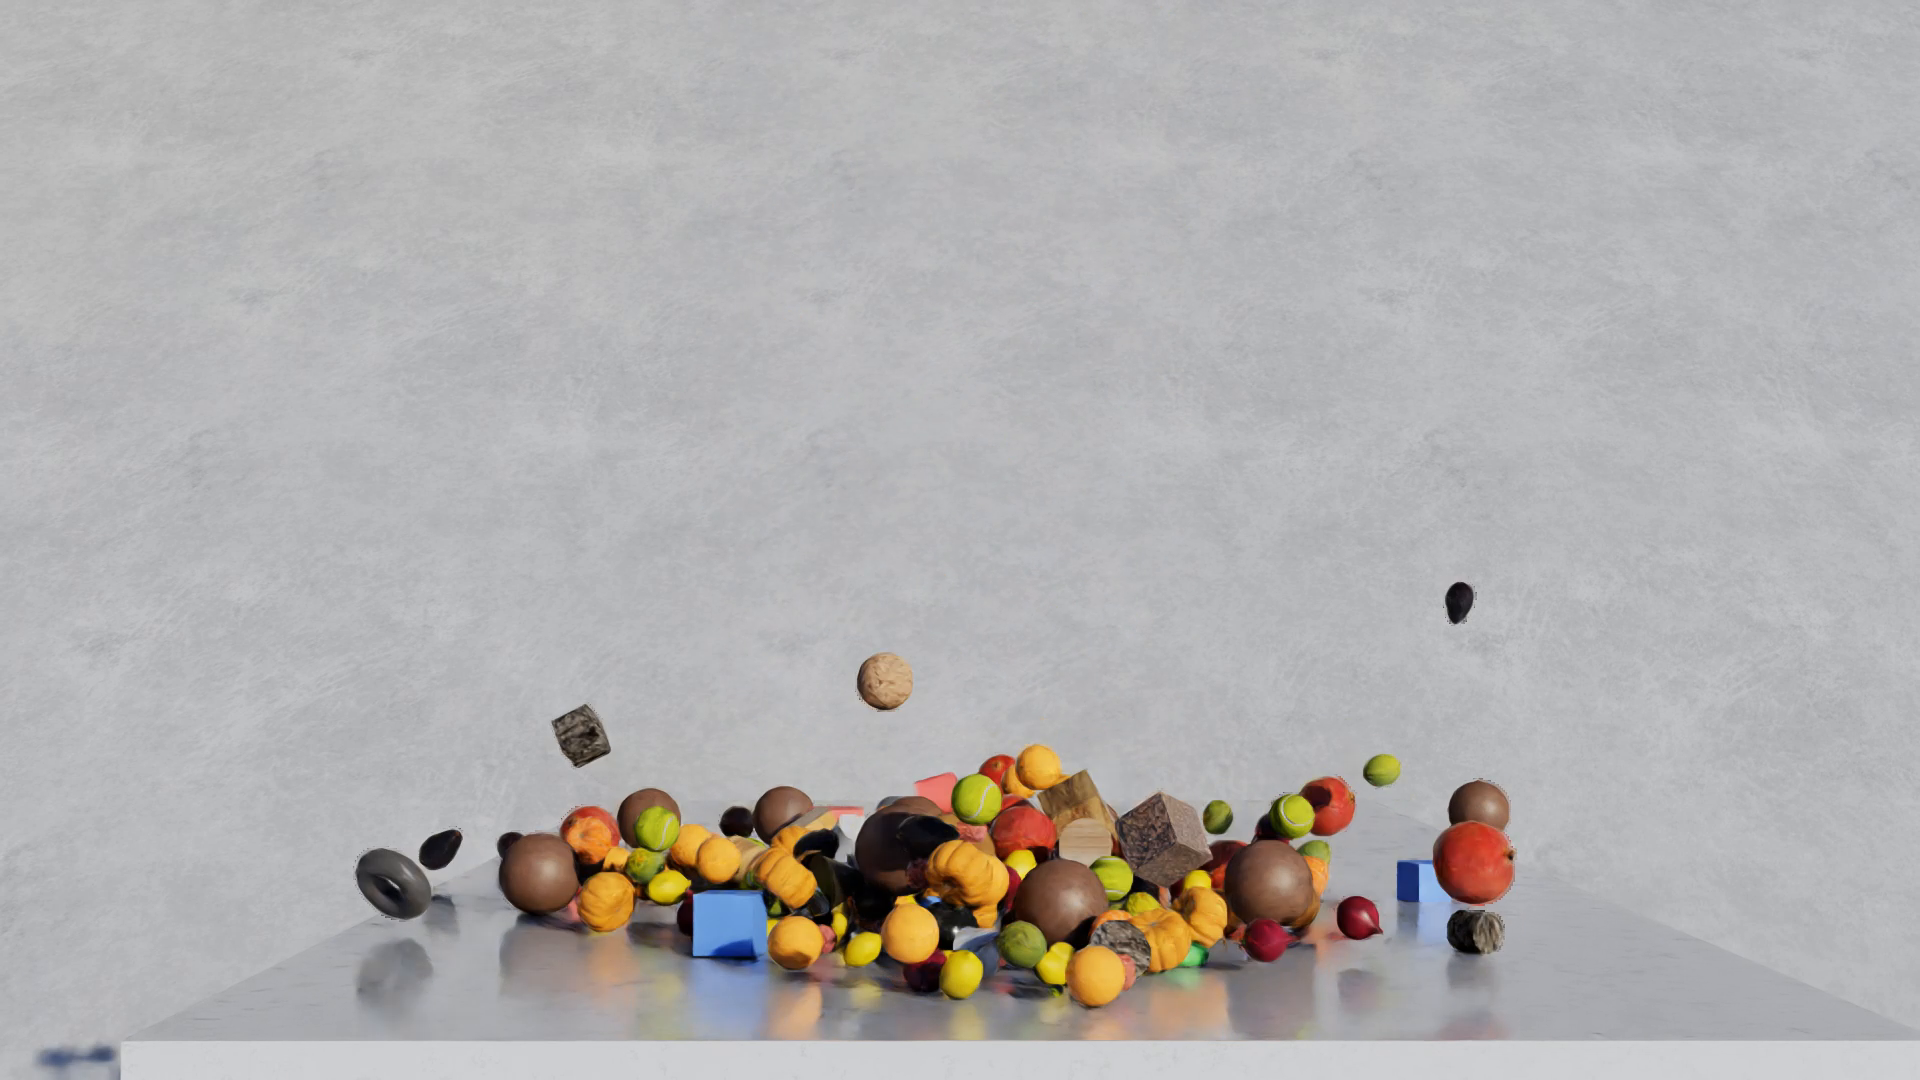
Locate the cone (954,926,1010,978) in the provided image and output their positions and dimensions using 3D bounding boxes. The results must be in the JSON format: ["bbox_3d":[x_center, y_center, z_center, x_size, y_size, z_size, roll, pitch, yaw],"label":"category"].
[{"bbox_3d":[0.042,0.513,3.321,0.072,0.072,0.072,23,47,-28],"label":"cone"}]

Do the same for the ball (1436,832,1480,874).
[{"bbox_3d":[0.918,0.577,4.786,0.078,0.078,0.078,0,35,0],"label":"ball"}]

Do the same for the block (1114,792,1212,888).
[{"bbox_3d":[0.313,0.462,4.002,0.094,0.094,0.094,-37,49,23],"label":"block"}]

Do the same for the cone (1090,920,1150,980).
[{"bbox_3d":[0.195,0.548,3.372,0.083,0.083,0.083,9,57,-14],"label":"cone"}]

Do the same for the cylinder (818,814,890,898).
[{"bbox_3d":[-0.177,0.510,4.197,0.097,0.097,0.097,27,20,-11],"label":"cylinder"}]

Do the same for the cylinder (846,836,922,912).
[{"bbox_3d":[-0.117,0.519,4.031,0.092,0.092,0.092,-19,35,7],"label":"cylinder"}]

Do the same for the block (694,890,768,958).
[{"bbox_3d":[-0.318,0.533,3.613,0.084,0.084,0.084,0,-3,10],"label":"block"}]

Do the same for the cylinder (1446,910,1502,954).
[{"bbox_3d":[0.720,0.549,3.636,0.055,0.055,0.055,-25,11,-30],"label":"cylinder"}]

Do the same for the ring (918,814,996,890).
[{"bbox_3d":[-0.005,0.484,4.035,0.130,0.043,0.130,14,51,-18],"label":"ring"}]

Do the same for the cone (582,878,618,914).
[{"bbox_3d":[-0.578,0.581,4.152,0.057,0.057,0.057,-1,25,-2],"label":"cone"}]

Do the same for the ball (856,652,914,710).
[{"bbox_3d":[-0.114,0.216,3.966,0.088,0.088,0.088,0,35,0],"label":"ball"}]

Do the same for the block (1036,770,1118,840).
[{"bbox_3d":[0.203,0.470,4.419,0.095,0.095,0.095,-28,24,2],"label":"block"}]

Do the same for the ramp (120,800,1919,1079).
[{"bbox_3d":[0.078,0.668,4.851,2.000,0.100,4.000,0,-2,0],"label":"ramp"}]

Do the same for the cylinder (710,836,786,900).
[{"bbox_3d":[-0.352,0.545,4.299,0.088,0.088,0.088,19,39,38],"label":"cylinder"}]

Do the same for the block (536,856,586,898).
[{"bbox_3d":[-0.680,0.572,4.418,0.062,0.062,0.062,1,-2,-37],"label":"block"}]

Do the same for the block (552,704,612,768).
[{"bbox_3d":[-0.581,0.302,3.988,0.060,0.060,0.060,-28,52,1],"label":"block"}]

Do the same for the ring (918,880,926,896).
[{"bbox_3d":[-0.103,0.588,4.406,0.093,0.031,0.093,0,-1,0],"label":"ring"}]

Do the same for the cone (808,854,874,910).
[{"bbox_3d":[-0.161,0.491,3.754,0.086,0.086,0.086,-5,34,-29],"label":"cone"}]

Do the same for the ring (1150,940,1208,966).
[{"bbox_3d":[0.294,0.558,3.508,0.083,0.028,0.083,5,-2,0],"label":"ring"}]

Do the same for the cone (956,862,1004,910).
[{"bbox_3d":[0.008,0.545,4.157,0.088,0.088,0.088,-27,12,-33],"label":"cone"}]

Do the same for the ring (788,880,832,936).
[{"bbox_3d":[-0.215,0.526,3.712,0.029,0.087,0.087,-26,43,-34],"label":"ring"}]

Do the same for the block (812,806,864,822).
[{"bbox_3d":[-0.245,0.582,5.185,0.094,0.094,0.094,0,-2,-8],"label":"block"}]

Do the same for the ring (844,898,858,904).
[{"bbox_3d":[-0.155,0.585,4.297,0.087,0.029,0.087,-1,-3,0],"label":"ring"}]

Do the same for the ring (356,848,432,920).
[{"bbox_3d":[-0.848,0.515,3.890,0.126,0.126,0.042,15,40,20],"label":"ring"}]

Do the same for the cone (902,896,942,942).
[{"bbox_3d":[-0.028,0.562,3.710,0.077,0.077,0.077,-25,41,-31],"label":"cone"}]

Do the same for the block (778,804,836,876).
[{"bbox_3d":[-0.258,0.546,4.688,0.092,0.092,0.092,-33,9,-11],"label":"block"}]

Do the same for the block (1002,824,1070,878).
[{"bbox_3d":[0.140,0.569,4.749,0.091,0.091,0.091,-1,-2,33],"label":"block"}]

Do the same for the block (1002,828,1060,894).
[{"bbox_3d":[0.126,0.553,4.475,0.084,0.084,0.084,15,-1,2],"label":"block"}]

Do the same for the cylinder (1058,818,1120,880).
[{"bbox_3d":[0.201,0.483,4.054,0.085,0.085,0.085,-3,74,10],"label":"cylinder"}]

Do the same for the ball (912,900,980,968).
[{"bbox_3d":[-0.018,0.526,3.464,0.090,0.090,0.090,0,35,0],"label":"ball"}]

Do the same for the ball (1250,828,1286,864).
[{"bbox_3d":[0.593,0.590,5.001,0.067,0.067,0.067,0,35,0],"label":"ball"}]

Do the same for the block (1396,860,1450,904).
[{"bbox_3d":[0.772,0.568,4.327,0.064,0.064,0.064,1,-2,-24],"label":"block"}]

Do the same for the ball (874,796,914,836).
[{"bbox_3d":[-0.144,0.604,5.697,0.086,0.086,0.086,0,35,0],"label":"ball"}]
